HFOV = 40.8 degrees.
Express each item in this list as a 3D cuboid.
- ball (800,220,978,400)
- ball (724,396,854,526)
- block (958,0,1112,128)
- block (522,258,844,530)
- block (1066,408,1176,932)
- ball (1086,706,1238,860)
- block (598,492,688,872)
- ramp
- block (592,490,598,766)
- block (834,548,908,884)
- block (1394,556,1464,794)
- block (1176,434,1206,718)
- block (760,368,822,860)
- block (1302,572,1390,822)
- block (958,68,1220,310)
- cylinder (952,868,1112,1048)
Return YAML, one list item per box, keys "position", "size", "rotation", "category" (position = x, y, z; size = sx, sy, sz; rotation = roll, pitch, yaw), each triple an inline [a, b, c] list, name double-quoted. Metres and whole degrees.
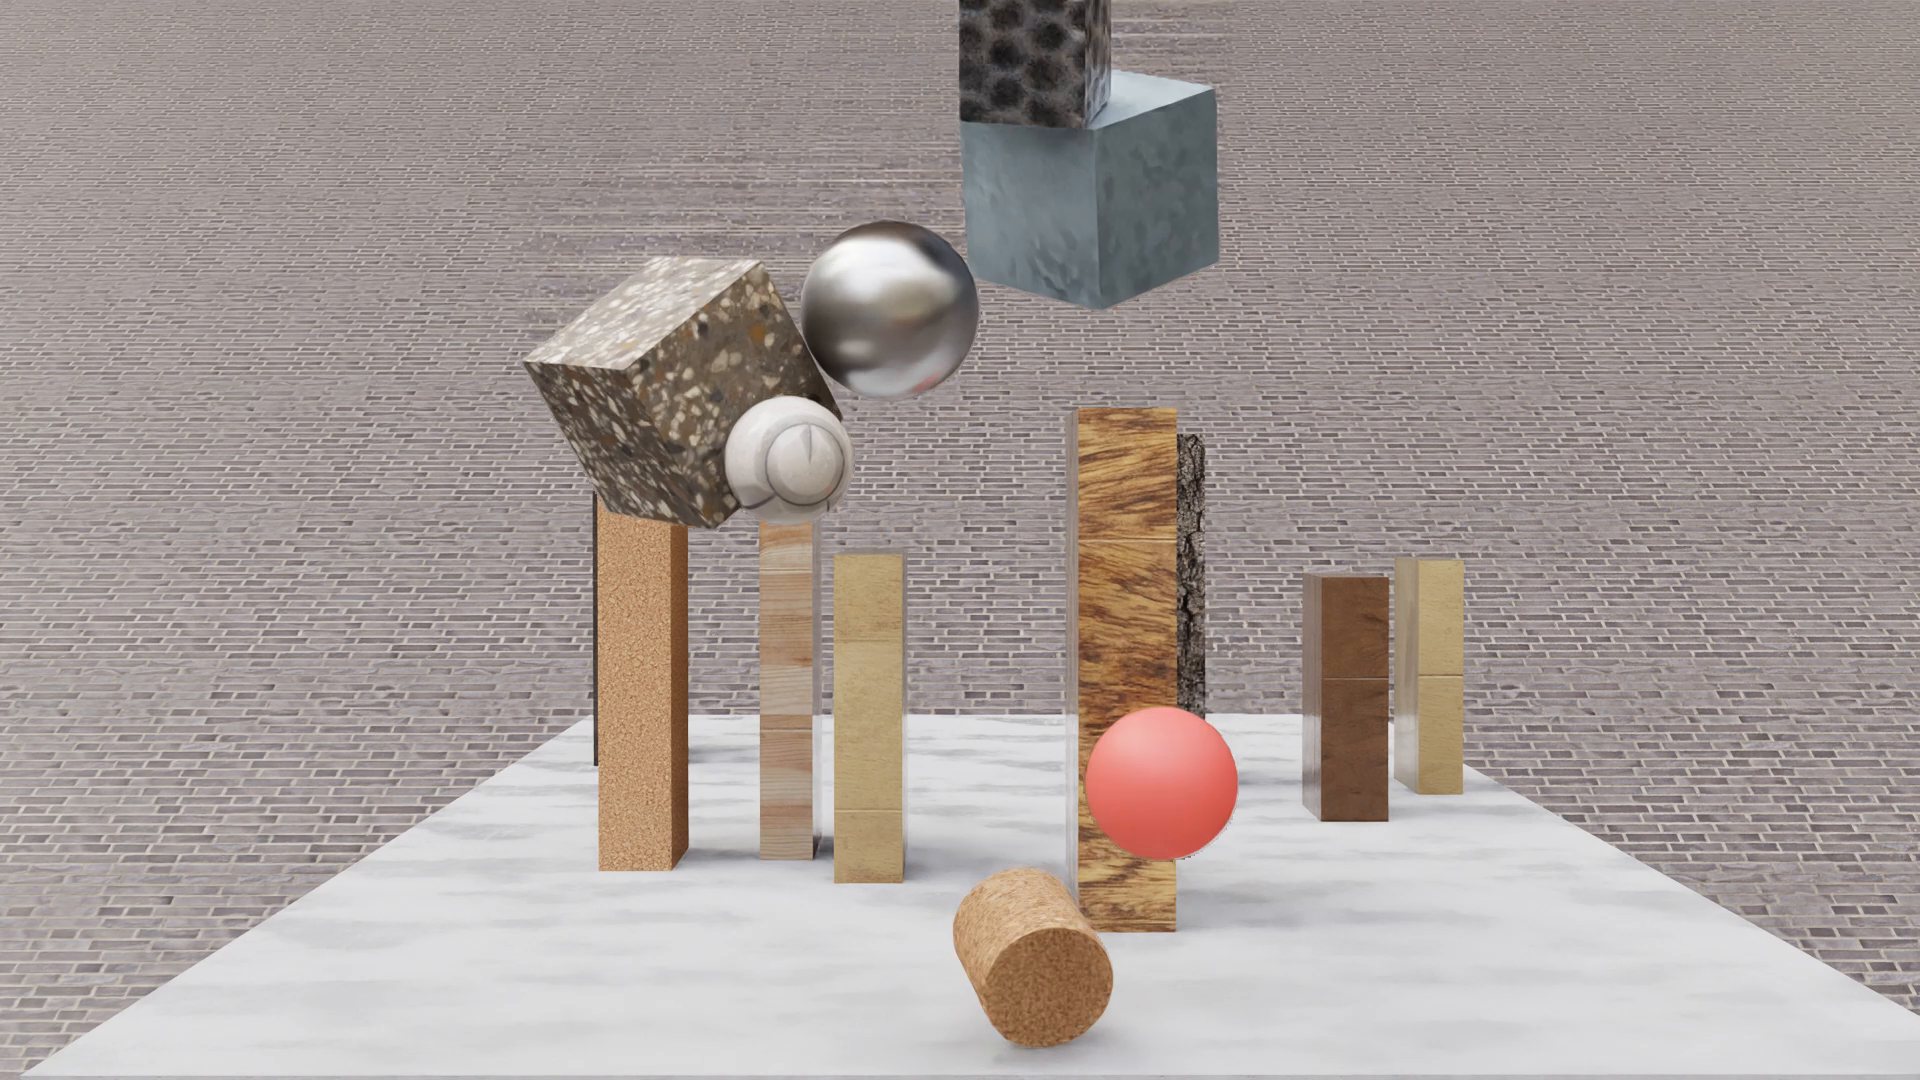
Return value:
- position: [-0.074, -0.240, 2.695]
  size: [0.187, 0.187, 0.187]
  rotation: [0, 26, 0]
  category: "ball"
- position: [-0.173, -0.080, 2.602]
  size: [0.130, 0.130, 0.130]
  rotation: [0, 26, 0]
  category: "ball"
- position: [0.079, -0.507, 2.653]
  size: [0.130, 0.130, 0.130]
  rotation: [6, 26, 14]
  category: "block"
- position: [-0.291, -0.159, 2.718]
  size: [0.198, 0.198, 0.198]
  rotation: [-43, 30, -28]
  category: "block"
- position: [0.219, 0.167, 3.578]
  size: [0.128, 0.689, 0.393]
  rotation: [0, 1, 0]
  category: "block"
- position: [0.245, 0.295, 3.132]
  size: [0.185, 0.185, 0.185]
  rotation: [0, 26, 0]
  category: "ball"
- position: [-0.495, 0.128, 4.047]
  size: [0.111, 0.747, 0.254]
  rotation: [0, 1, 0]
  category: "block"
- position: [0.060, 0.539, 4.575]
  size: [2.000, 0.100, 4.000]
  rotation: [0, 1, 0]
  category: "ramp"
- position: [-0.694, 0.181, 5.568]
  size: [0.142, 0.574, 0.389]
  rotation: [0, 1, 0]
  category: "block"
- position: [-0.136, 0.260, 3.998]
  size: [0.101, 0.485, 0.395]
  rotation: [0, 1, 0]
  category: "block"
- position: [0.909, 0.258, 5.016]
  size: [0.084, 0.443, 0.273]
  rotation: [0, 1, 0]
  category: "block"
- position: [0.417, 0.136, 5.103]
  size: [0.096, 0.683, 0.399]
  rotation: [0, 1, 0]
  category: "block"
- position: [-0.272, 0.108, 4.173]
  size: [0.083, 0.780, 0.282]
  rotation: [0, 1, 0]
  category: "block"
- position: [0.687, 0.275, 4.610]
  size: [0.118, 0.426, 0.244]
  rotation: [0, 1, 0]
  category: "block"
- position: [0.141, -0.386, 2.795]
  size: [0.195, 0.195, 0.195]
  rotation: [20, 34, 41]
  category: "block"
- position: [0.076, 0.442, 2.738]
  size: [0.140, 0.140, 0.140]
  rotation: [-6, 20, -12]
  category: "cylinder"
